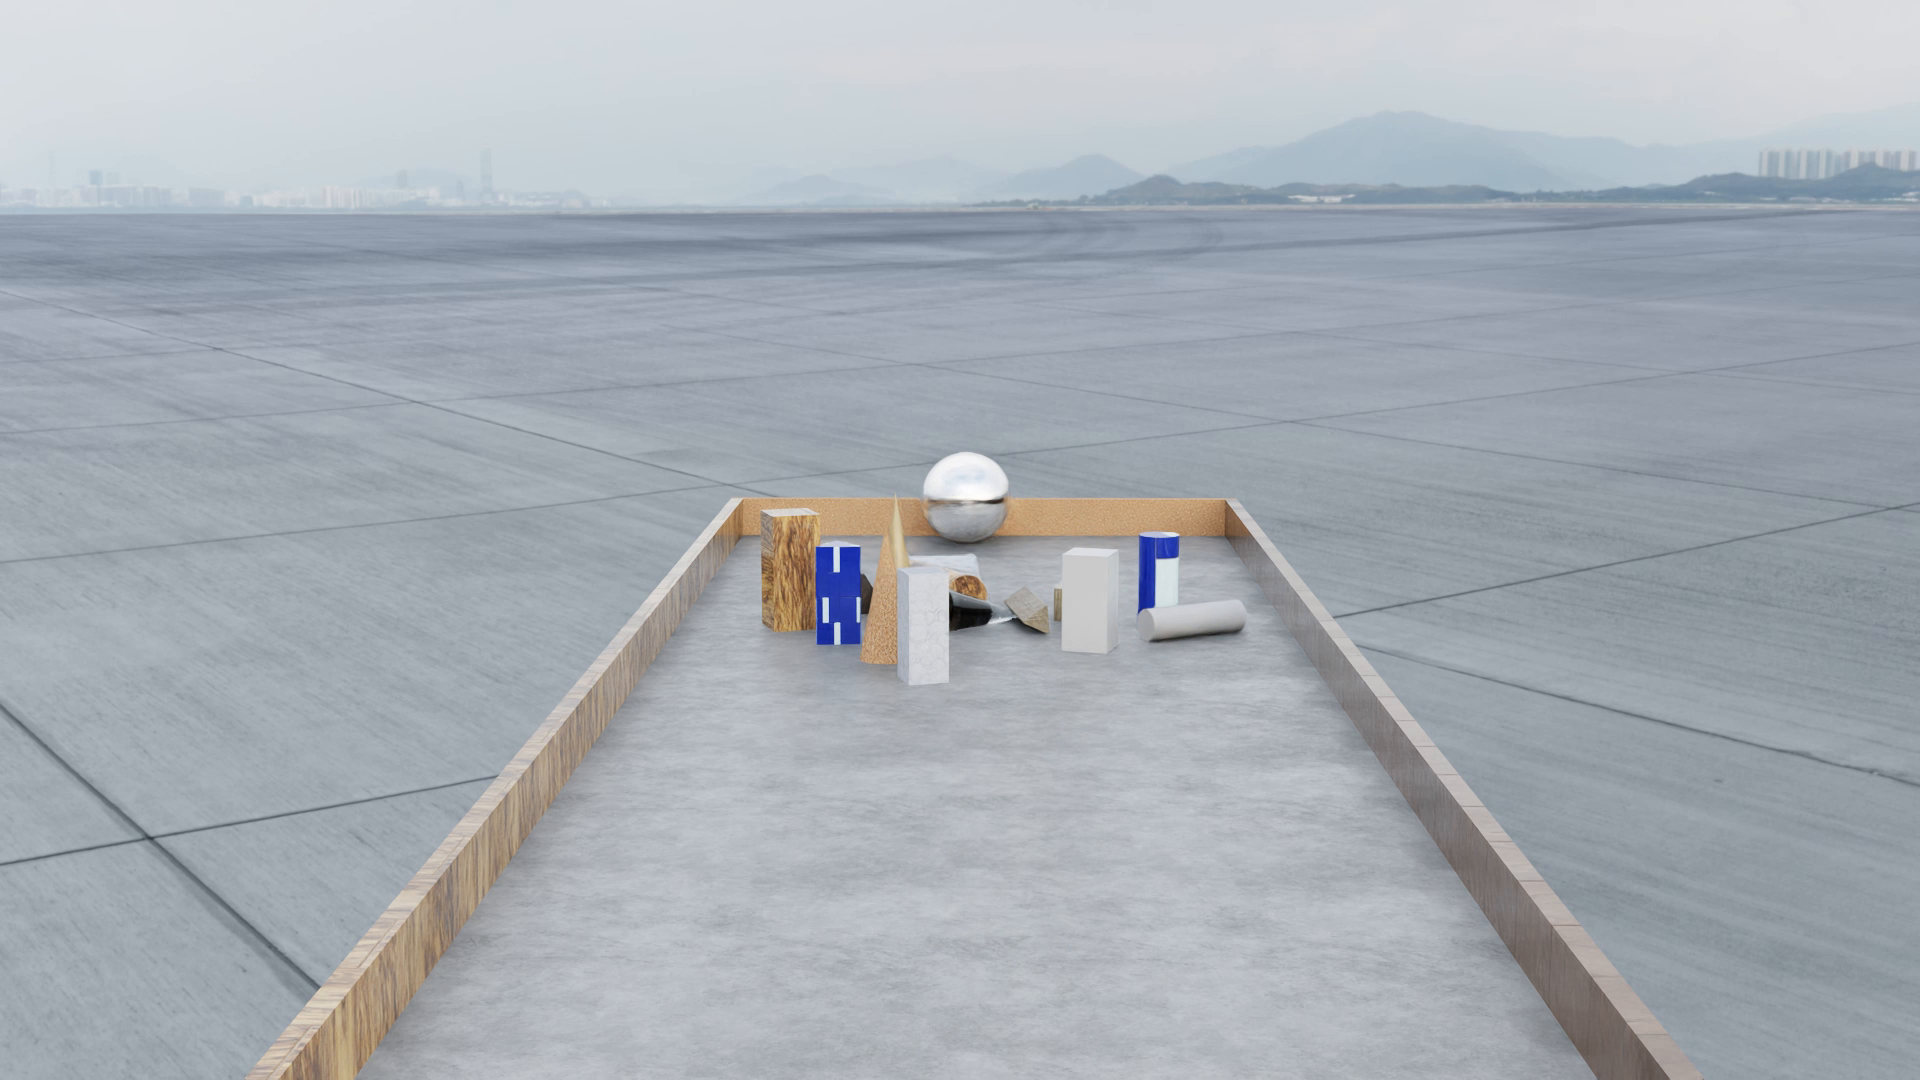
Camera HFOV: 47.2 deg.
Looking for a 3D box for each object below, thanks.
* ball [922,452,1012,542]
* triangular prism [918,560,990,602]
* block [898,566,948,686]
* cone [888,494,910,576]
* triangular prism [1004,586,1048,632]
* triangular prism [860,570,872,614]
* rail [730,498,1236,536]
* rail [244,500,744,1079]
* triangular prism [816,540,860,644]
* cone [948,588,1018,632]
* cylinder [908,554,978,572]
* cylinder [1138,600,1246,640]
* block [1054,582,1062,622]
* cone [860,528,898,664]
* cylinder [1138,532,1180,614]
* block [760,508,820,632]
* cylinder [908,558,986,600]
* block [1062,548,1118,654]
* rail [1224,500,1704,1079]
[{"bbox_3d":[0.027,-0.172,8.919,0.369,0.369,0.369,0,9,0],"label":"ball"},{"bbox_3d":[-0.056,0.151,7.622,0.148,0.128,0.345,-8,12,-41],"label":"triangular prism"},{"bbox_3d":[-0.108,0.248,6.408,0.120,0.324,0.120,-3,9,-18],"label":"block"},{"bbox_3d":[-0.209,0.054,7.274,0.150,0.434,0.150,-1,9,0],"label":"cone"},{"bbox_3d":[0.234,0.219,7.261,0.093,0.081,0.364,24,4,-12],"label":"triangular prism"},{"bbox_3d":[-0.360,0.150,7.609,0.156,0.135,0.391,-2,9,-10],"label":"triangular prism"},{"bbox_3d":[0.099,-0.098,9.147,2.100,0.150,0.050,0,9,1],"label":"rail"},{"bbox_3d":[-1.004,0.839,3.234,0.050,0.150,12.000,0,9,1],"label":"rail"},{"bbox_3d":[-0.387,0.165,6.972,0.139,0.312,0.121,-1,9,-4],"label":"triangular prism"},{"bbox_3d":[0.082,0.240,7.248,0.423,0.156,0.156,6,3,-42],"label":"cone"},{"bbox_3d":[-0.097,0.118,7.877,0.307,0.121,0.121,-2,9,-11],"label":"cylinder"},{"bbox_3d":[0.745,0.257,7.062,0.351,0.102,0.102,-5,10,-28],"label":"cylinder"},{"bbox_3d":[0.406,0.189,7.471,0.109,0.109,0.373,2,9,12],"label":"block"},{"bbox_3d":[-0.224,0.156,6.691,0.166,0.418,0.166,0,9,0],"label":"cone"},{"bbox_3d":[0.651,0.131,7.217,0.131,0.302,0.131,0,9,0],"label":"cylinder"},{"bbox_3d":[-0.554,0.096,7.196,0.157,0.378,0.157,-3,10,-19],"label":"block"},{"bbox_3d":[-0.084,0.170,7.416,0.163,0.163,0.394,-6,11,-32],"label":"cylinder"},{"bbox_3d":[0.407,0.187,6.859,0.144,0.303,0.144,3,9,18],"label":"block"},{"bbox_3d":[1.046,0.843,3.208,0.050,0.150,12.000,0,9,1],"label":"rail"}]
